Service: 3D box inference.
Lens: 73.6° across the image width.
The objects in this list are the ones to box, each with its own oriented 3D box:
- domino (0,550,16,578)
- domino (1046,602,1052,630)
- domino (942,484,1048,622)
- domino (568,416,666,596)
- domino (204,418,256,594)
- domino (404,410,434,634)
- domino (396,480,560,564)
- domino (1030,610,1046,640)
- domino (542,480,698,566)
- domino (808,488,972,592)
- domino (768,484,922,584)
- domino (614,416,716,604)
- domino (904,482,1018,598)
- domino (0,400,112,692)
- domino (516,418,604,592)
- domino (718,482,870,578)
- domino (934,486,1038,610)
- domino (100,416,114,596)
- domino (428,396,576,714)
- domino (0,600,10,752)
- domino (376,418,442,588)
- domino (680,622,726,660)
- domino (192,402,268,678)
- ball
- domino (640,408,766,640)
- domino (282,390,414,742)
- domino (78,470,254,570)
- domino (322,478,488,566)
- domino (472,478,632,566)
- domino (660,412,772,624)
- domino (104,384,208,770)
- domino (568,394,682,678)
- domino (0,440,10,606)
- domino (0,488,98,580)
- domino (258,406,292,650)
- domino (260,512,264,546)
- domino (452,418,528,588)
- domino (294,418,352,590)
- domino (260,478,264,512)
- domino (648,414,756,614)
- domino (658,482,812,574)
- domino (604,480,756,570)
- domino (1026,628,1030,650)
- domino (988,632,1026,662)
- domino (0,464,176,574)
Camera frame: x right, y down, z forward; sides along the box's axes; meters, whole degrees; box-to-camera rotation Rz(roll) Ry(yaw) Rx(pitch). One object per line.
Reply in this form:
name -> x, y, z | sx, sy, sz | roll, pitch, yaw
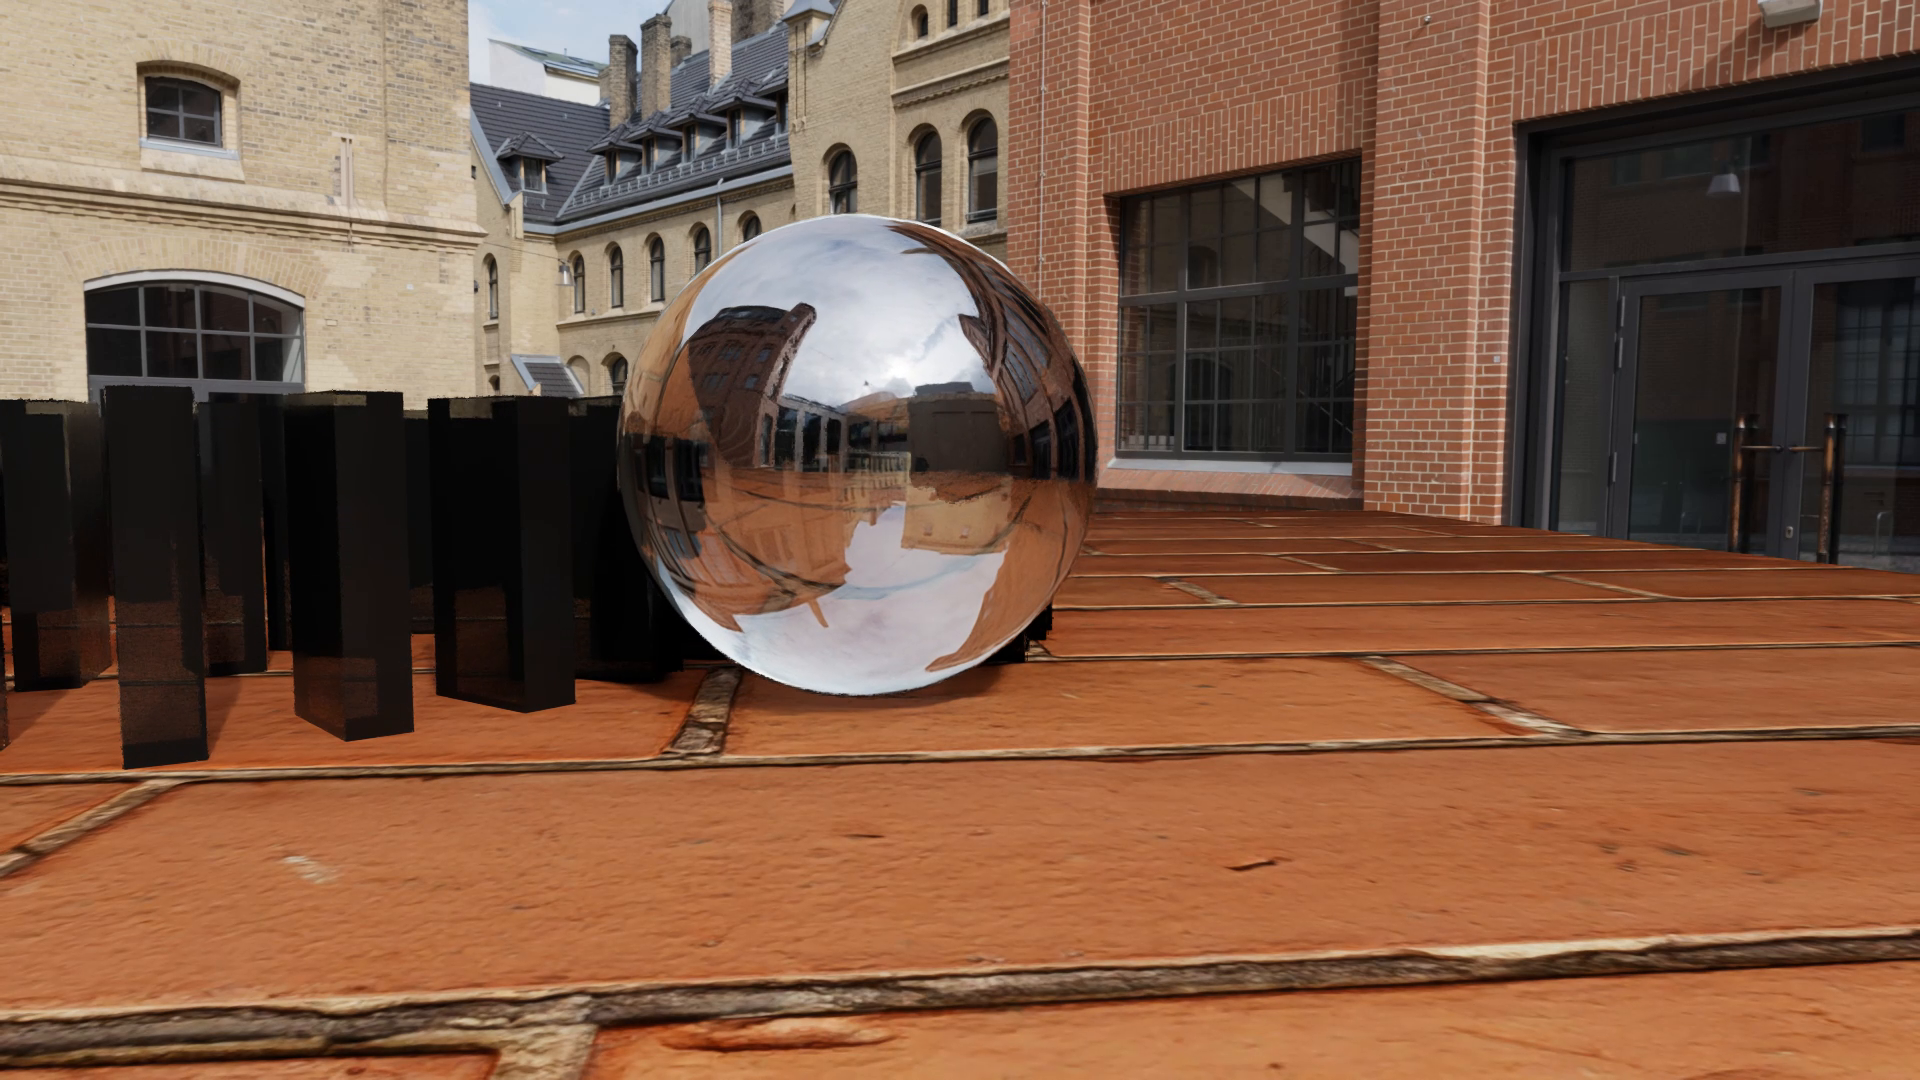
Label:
domino -> -0.306, -0.009, 0.377 | 0.025, 0.050, 0.010 | 3, 42, 32
domino -> 0.010, -0.001, 0.309 | 0.025, 0.010, 0.050 | 0, 45, 4
domino -> 0.010, 0.002, 0.327 | 0.025, 0.009, 0.050 | 0, 32, 4
domino -> -0.098, -0.010, 0.368 | 0.009, 0.050, 0.025 | 4, 6, 39
domino -> -0.214, -0.011, 0.376 | 0.010, 0.050, 0.025 | -3, 5, -33
domino -> -0.128, -0.004, 0.290 | 0.025, 0.050, 0.009 | 0, 4, 1
domino -> -0.173, -0.007, 0.463 | 0.050, 0.010, 0.025 | 25, 4, -1
domino -> 0.008, 0.001, 0.294 | 0.025, 0.010, 0.050 | 0, 45, 5
domino -> -0.122, -0.007, 0.462 | 0.050, 0.009, 0.025 | 28, 15, 21
domino -> -0.022, -0.001, 0.392 | 0.025, 0.010, 0.050 | -4, 29, -40
domino -> -0.038, -0.003, 0.412 | 0.025, 0.009, 0.050 | -3, 29, -40
domino -> -0.080, -0.009, 0.350 | 0.025, 0.050, 0.009 | -4, 6, -41
domino -> -0.001, -0.001, 0.373 | 0.025, 0.009, 0.050 | 1, 30, -10
domino -> -0.162, 0.000, 0.231 | 0.009, 0.050, 0.025 | -2, 5, -23
domino -> -0.119, -0.011, 0.381 | 0.010, 0.050, 0.025 | 2, 5, 27
domino -> -0.056, -0.004, 0.428 | 0.025, 0.009, 0.050 | -4, 30, -45
domino -> 0.006, 0.001, 0.350 | 0.025, 0.010, 0.050 | 0, 30, -3
domino -> -0.232, -0.009, 0.359 | 0.025, 0.050, 0.009 | 3, 6, 39
domino -> -0.076, 0.002, 0.212 | 0.025, 0.050, 0.010 | 3, 5, 36
domino -> -0.134, 0.005, 0.167 | 0.009, 0.050, 0.025 | -2, 5, -25
domino -> -0.167, -0.012, 0.390 | 0.009, 0.050, 0.025 | 0, 4, -4
domino -> -0.058, -0.002, 0.258 | 0.025, 0.050, 0.009 | 1, 4, 9
domino -> -0.142, -0.001, 0.245 | 0.009, 0.050, 0.025 | -4, 6, -42
ball -> -0.017, -0.014, 0.216 | 0.080, 0.080, 0.080 | 0, 4, 0
domino -> -0.056, -0.004, 0.282 | 0.025, 0.050, 0.010 | 0, 4, 0
domino -> -0.093, 0.003, 0.194 | 0.010, 0.050, 0.025 | -4, 6, -42
domino -> -0.265, -0.007, 0.430 | 0.050, 0.009, 0.025 | 32, -11, -26
domino -> -0.198, -0.007, 0.459 | 0.050, 0.010, 0.025 | 25, 1, -7
domino -> -0.148, -0.007, 0.465 | 0.050, 0.009, 0.025 | 26, 9, 10
domino -> -0.058, -0.005, 0.307 | 0.025, 0.050, 0.010 | -1, 4, -11
domino -> -0.112, 0.004, 0.179 | 0.009, 0.050, 0.025 | -3, 5, -34
domino -> -0.066, -0.001, 0.234 | 0.025, 0.050, 0.009 | -2, 3, 21
domino -> -0.245, -0.008, 0.338 | 0.025, 0.050, 0.009 | 2, 5, 27
domino -> -0.296, -0.007, 0.396 | 0.025, 0.009, 0.050 | 3, -37, 39
domino -> -0.130, -0.002, 0.265 | 0.025, 0.050, 0.009 | 1, 4, 10
domino -> -0.244, -0.007, 0.444 | 0.050, 0.010, 0.025 | 28, -4, -17
domino -> -0.142, -0.012, 0.389 | 0.009, 0.050, 0.025 | 1, 4, 8
domino -> -0.191, -0.011, 0.385 | 0.009, 0.050, 0.025 | -1, 4, -15
domino -> -0.221, -0.007, 0.452 | 0.050, 0.010, 0.025 | 26, -1, -13
domino -> -0.066, -0.007, 0.330 | 0.025, 0.050, 0.009 | -2, 5, -28
domino -> -0.077, -0.005, 0.442 | 0.050, 0.010, 0.025 | 31, 21, 31
domino -> -0.099, -0.006, 0.453 | 0.050, 0.009, 0.025 | 30, 18, 27
domino -> 0.003, 0.002, 0.280 | 0.025, 0.009, 0.050 | 0, 45, 5
domino -> 0.002, 0.003, 0.266 | 0.025, 0.009, 0.050 | 0, 45, 5
domino -> -0.283, -0.007, 0.416 | 0.050, 0.009, 0.025 | 39, -18, -31
